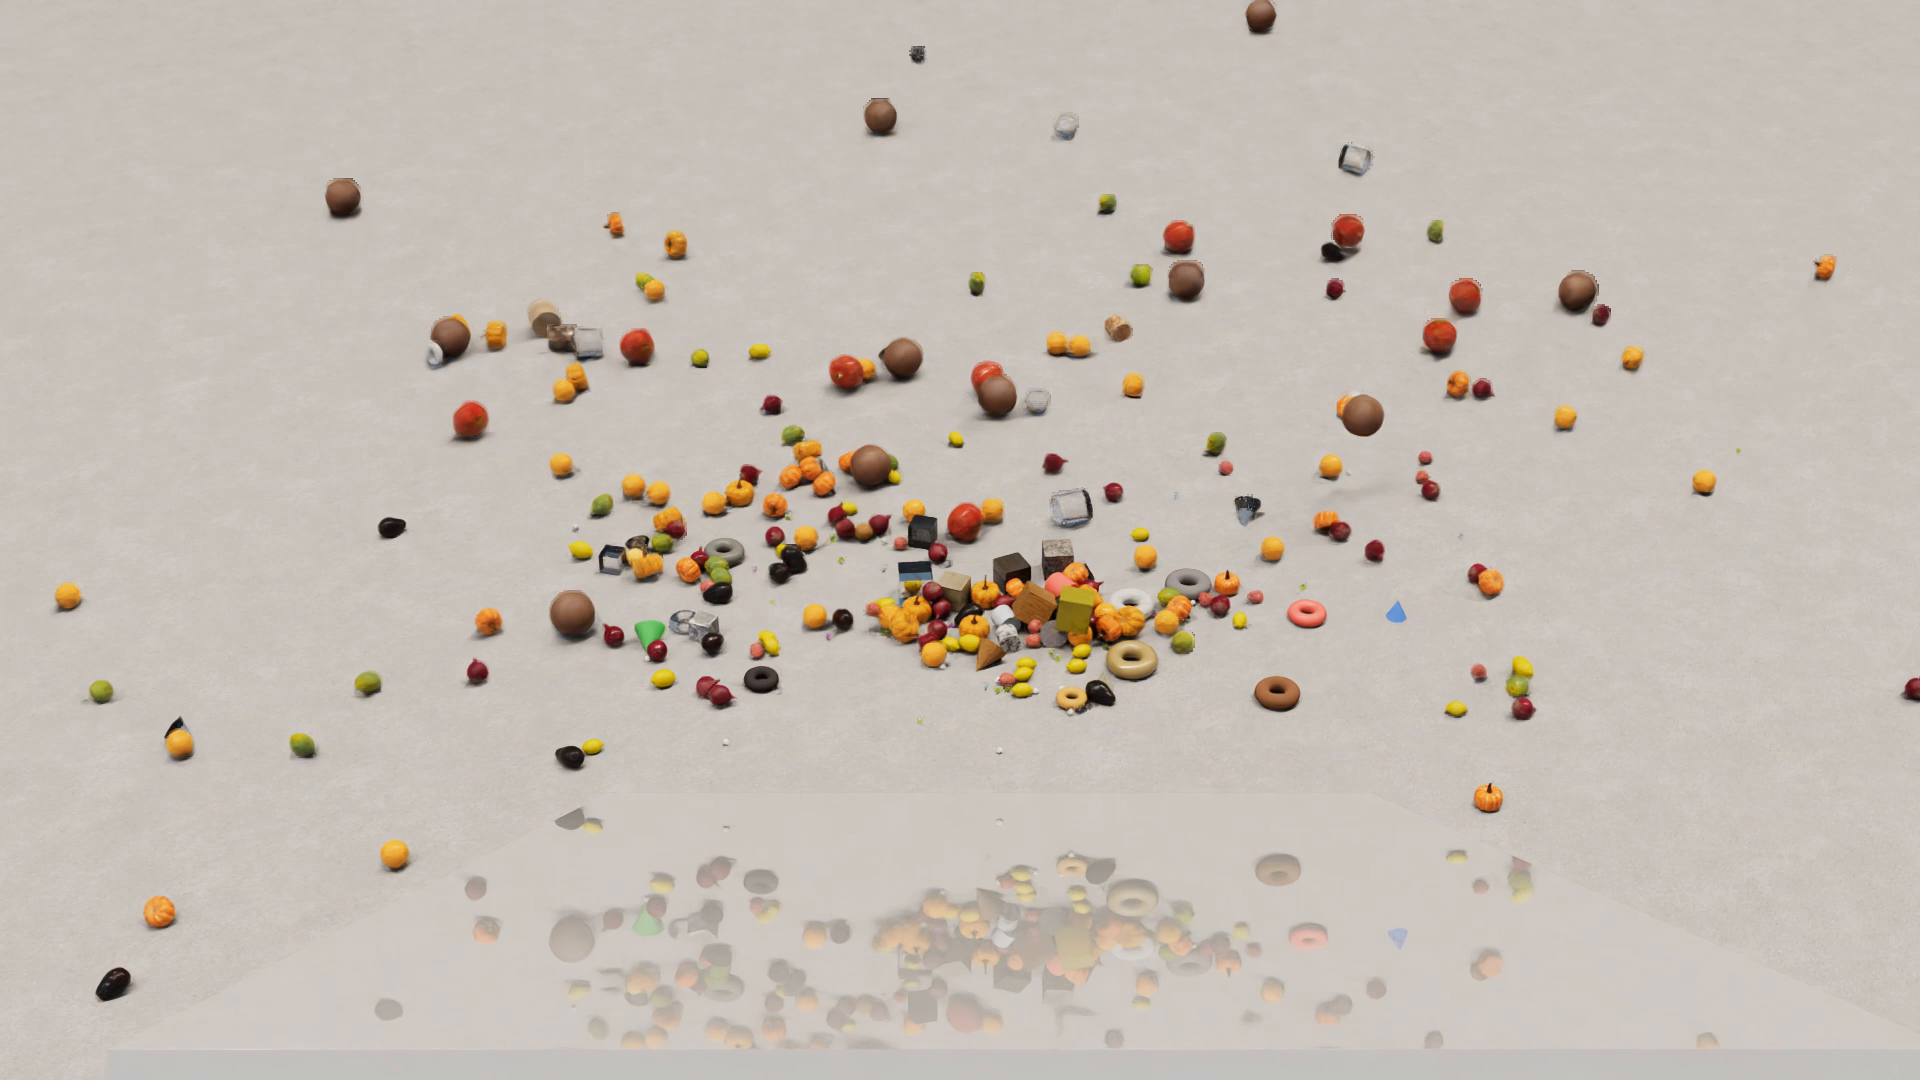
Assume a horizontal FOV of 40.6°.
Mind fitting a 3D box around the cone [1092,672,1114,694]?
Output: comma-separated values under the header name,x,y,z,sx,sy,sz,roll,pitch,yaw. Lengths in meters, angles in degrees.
name,x,y,z,sx,sy,sz,roll,pitch,yaw
cone,0.403,0.393,7.296,0.061,0.061,0.061,0,34,0

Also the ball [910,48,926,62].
name,x,y,z,sx,sy,sz,roll,pitch,yaw
ball,-0.174,-2.021,10.814,0.061,0.061,0.061,0,34,0

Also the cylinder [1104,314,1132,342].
name,x,y,z,sx,sy,sz,roll,pitch,yaw
cylinder,0.542,-0.727,8.921,0.069,0.069,0.069,-16,38,-22

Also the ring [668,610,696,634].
name,x,y,z,sx,sy,sz,roll,pitch,yaw
ring,-0.800,0.237,7.549,0.095,0.032,0.095,1,33,0

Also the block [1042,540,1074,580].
name,x,y,z,sx,sy,sz,roll,pitch,yaw
block,0.292,0.059,7.760,0.086,0.086,0.086,-2,35,-4

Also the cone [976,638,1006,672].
name,x,y,z,sx,sy,sz,roll,pitch,yaw
cone,0.069,0.340,7.391,0.088,0.088,0.088,23,67,29

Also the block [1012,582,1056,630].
name,x,y,z,sx,sy,sz,roll,pitch,yaw
block,0.215,0.190,7.520,0.090,0.090,0.090,28,16,-12

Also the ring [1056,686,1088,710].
name,x,y,z,sx,sy,sz,roll,pitch,yaw
ring,0.312,0.442,7.252,0.089,0.030,0.089,0,33,0

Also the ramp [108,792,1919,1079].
name,x,y,z,sx,sy,sz,roll,pitch,yaw
ramp,0.076,0.658,4.811,2.000,0.100,4.000,0,-2,0

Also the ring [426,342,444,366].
name,x,y,z,sx,sy,sz,roll,pitch,yaw
ring,-1.774,-0.626,8.763,0.027,0.081,0.081,-17,36,-43

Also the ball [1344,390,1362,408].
name,x,y,z,sx,sy,sz,roll,pitch,yaw
ball,1.293,-0.461,8.541,0.061,0.061,0.061,0,34,0

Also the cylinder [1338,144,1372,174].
name,x,y,z,sx,sy,sz,roll,pitch,yaw
cylinder,1.517,-1.461,9.967,0.094,0.094,0.094,19,39,25

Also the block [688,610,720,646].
name,x,y,z,sx,sy,sz,roll,pitch,yaw
block,-0.739,0.253,7.496,0.064,0.064,0.064,14,37,20

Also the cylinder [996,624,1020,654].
name,x,y,z,sx,sy,sz,roll,pitch,yaw
cylinder,0.139,0.283,7.457,0.060,0.060,0.060,-6,35,-9

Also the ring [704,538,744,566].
name,x,y,z,sx,sy,sz,roll,pitch,yaw
ring,-0.712,0.036,7.833,0.126,0.042,0.126,0,33,0

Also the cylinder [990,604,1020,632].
name,x,y,z,sx,sy,sz,roll,pitch,yaw
cylinder,0.133,0.233,7.524,0.066,0.066,0.066,-14,37,-20

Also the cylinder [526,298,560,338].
name,x,y,z,sx,sy,sz,roll,pitch,yaw
cylinder,-1.435,-0.765,8.949,0.099,0.099,0.099,-11,36,-16

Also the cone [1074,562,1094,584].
name,x,y,z,sx,sy,sz,roll,pitch,yaw
cone,0.373,0.091,7.736,0.060,0.060,0.060,0,34,0

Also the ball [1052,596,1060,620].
name,x,y,z,sx,sy,sz,roll,pitch,yaw
ball,0.311,0.204,7.540,0.097,0.097,0.097,0,34,0

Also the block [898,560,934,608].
name,x,y,z,sx,sy,sz,roll,pitch,yaw
block,-0.131,0.132,7.644,0.098,0.098,0.098,-2,35,-4

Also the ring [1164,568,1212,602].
name,x,y,z,sx,sy,sz,roll,pitch,yaw
ring,0.676,0.132,7.689,0.139,0.046,0.139,0,33,0

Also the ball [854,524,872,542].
name,x,y,z,sx,sy,sz,roll,pitch,yaw
ball,-0.294,-0.024,7.909,0.055,0.055,0.055,0,34,0

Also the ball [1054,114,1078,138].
name,x,y,z,sx,sy,sz,roll,pitch,yaw
ball,0.417,-1.629,10.215,0.093,0.093,0.093,0,34,0

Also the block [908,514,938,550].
name,x,y,z,sx,sy,sz,roll,pitch,yaw
block,-0.113,-0.024,7.893,0.072,0.072,0.072,10,36,14

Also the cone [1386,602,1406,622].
name,x,y,z,sx,sy,sz,roll,pitch,yaw
cone,1.276,0.200,7.578,0.060,0.060,0.060,0,34,0

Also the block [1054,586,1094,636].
name,x,y,z,sx,sy,sz,roll,pitch,yaw
block,0.328,0.200,7.427,0.096,0.096,0.096,10,26,2

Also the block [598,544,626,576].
name,x,y,z,sx,sy,sz,roll,pitch,yaw
block,-1.040,0.060,7.779,0.063,0.063,0.063,8,35,12

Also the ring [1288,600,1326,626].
name,x,y,z,sx,sy,sz,roll,pitch,yaw
ring,1.013,0.213,7.579,0.114,0.038,0.114,0,33,0

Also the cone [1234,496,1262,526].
name,x,y,z,sx,sy,sz,roll,pitch,yaw
cone,0.880,-0.076,7.999,0.087,0.087,0.087,7,62,9

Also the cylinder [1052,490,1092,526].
name,x,y,z,sx,sy,sz,roll,pitch,yaw
cylinder,0.343,-0.100,7.981,0.098,0.098,0.098,-12,36,-15

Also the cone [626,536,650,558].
name,x,y,z,sx,sy,sz,roll,pitch,yaw
cone,-0.964,0.037,7.839,0.075,0.075,0.075,-12,63,-17

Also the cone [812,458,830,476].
name,x,y,z,sx,sy,sz,roll,pitch,yaw
cone,-0.441,-0.240,8.225,0.054,0.054,0.054,0,34,0

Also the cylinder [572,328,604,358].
name,x,y,z,sx,sy,sz,roll,pitch,yaw
cylinder,-1.262,-0.670,8.815,0.095,0.095,0.095,-5,35,-8

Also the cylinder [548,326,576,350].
name,x,y,z,sx,sy,sz,roll,pitch,yaw
cylinder,-1.357,-0.688,8.854,0.080,0.080,0.080,2,35,3

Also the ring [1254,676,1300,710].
name,x,y,z,sx,sy,sz,roll,pitch,yaw
ring,0.888,0.427,7.263,0.128,0.043,0.128,-1,34,1

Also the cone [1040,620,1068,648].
name,x,y,z,sx,sy,sz,roll,pitch,yaw
cone,0.269,0.266,7.503,0.082,0.082,0.082,0,8,0

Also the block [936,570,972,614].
name,x,y,z,sx,sy,sz,roll,pitch,yaw
block,-0.020,0.152,7.629,0.081,0.081,0.081,13,36,18

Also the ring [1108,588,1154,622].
name,x,y,z,sx,sy,sz,roll,pitch,yaw
ring,0.500,0.191,7.603,0.140,0.047,0.140,-1,35,1

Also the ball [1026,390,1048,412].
name,x,y,z,sx,sy,sz,roll,pitch,yaw
ball,0.253,-0.456,8.519,0.076,0.076,0.076,0,34,0

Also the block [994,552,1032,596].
name,x,y,z,sx,sy,sz,roll,pitch,yaw
block,0.154,0.101,7.700,0.084,0.084,0.084,-15,37,-21

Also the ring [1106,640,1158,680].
name,x,y,z,sx,sy,sz,roll,pitch,yaw
ring,0.488,0.341,7.382,0.149,0.050,0.149,-1,36,0

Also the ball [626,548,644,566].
name,x,y,z,sx,sy,sz,roll,pitch,yaw
ball,-0.975,0.052,7.798,0.055,0.055,0.055,0,34,0

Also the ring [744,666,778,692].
name,x,y,z,sx,sy,sz,roll,pitch,yaw
ring,-0.560,0.392,7.322,0.100,0.033,0.100,1,36,-1

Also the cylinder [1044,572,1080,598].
name,x,y,z,sx,sy,sz,roll,pitch,yaw
cylinder,0.302,0.147,7.640,0.077,0.077,0.077,-24,41,-30
